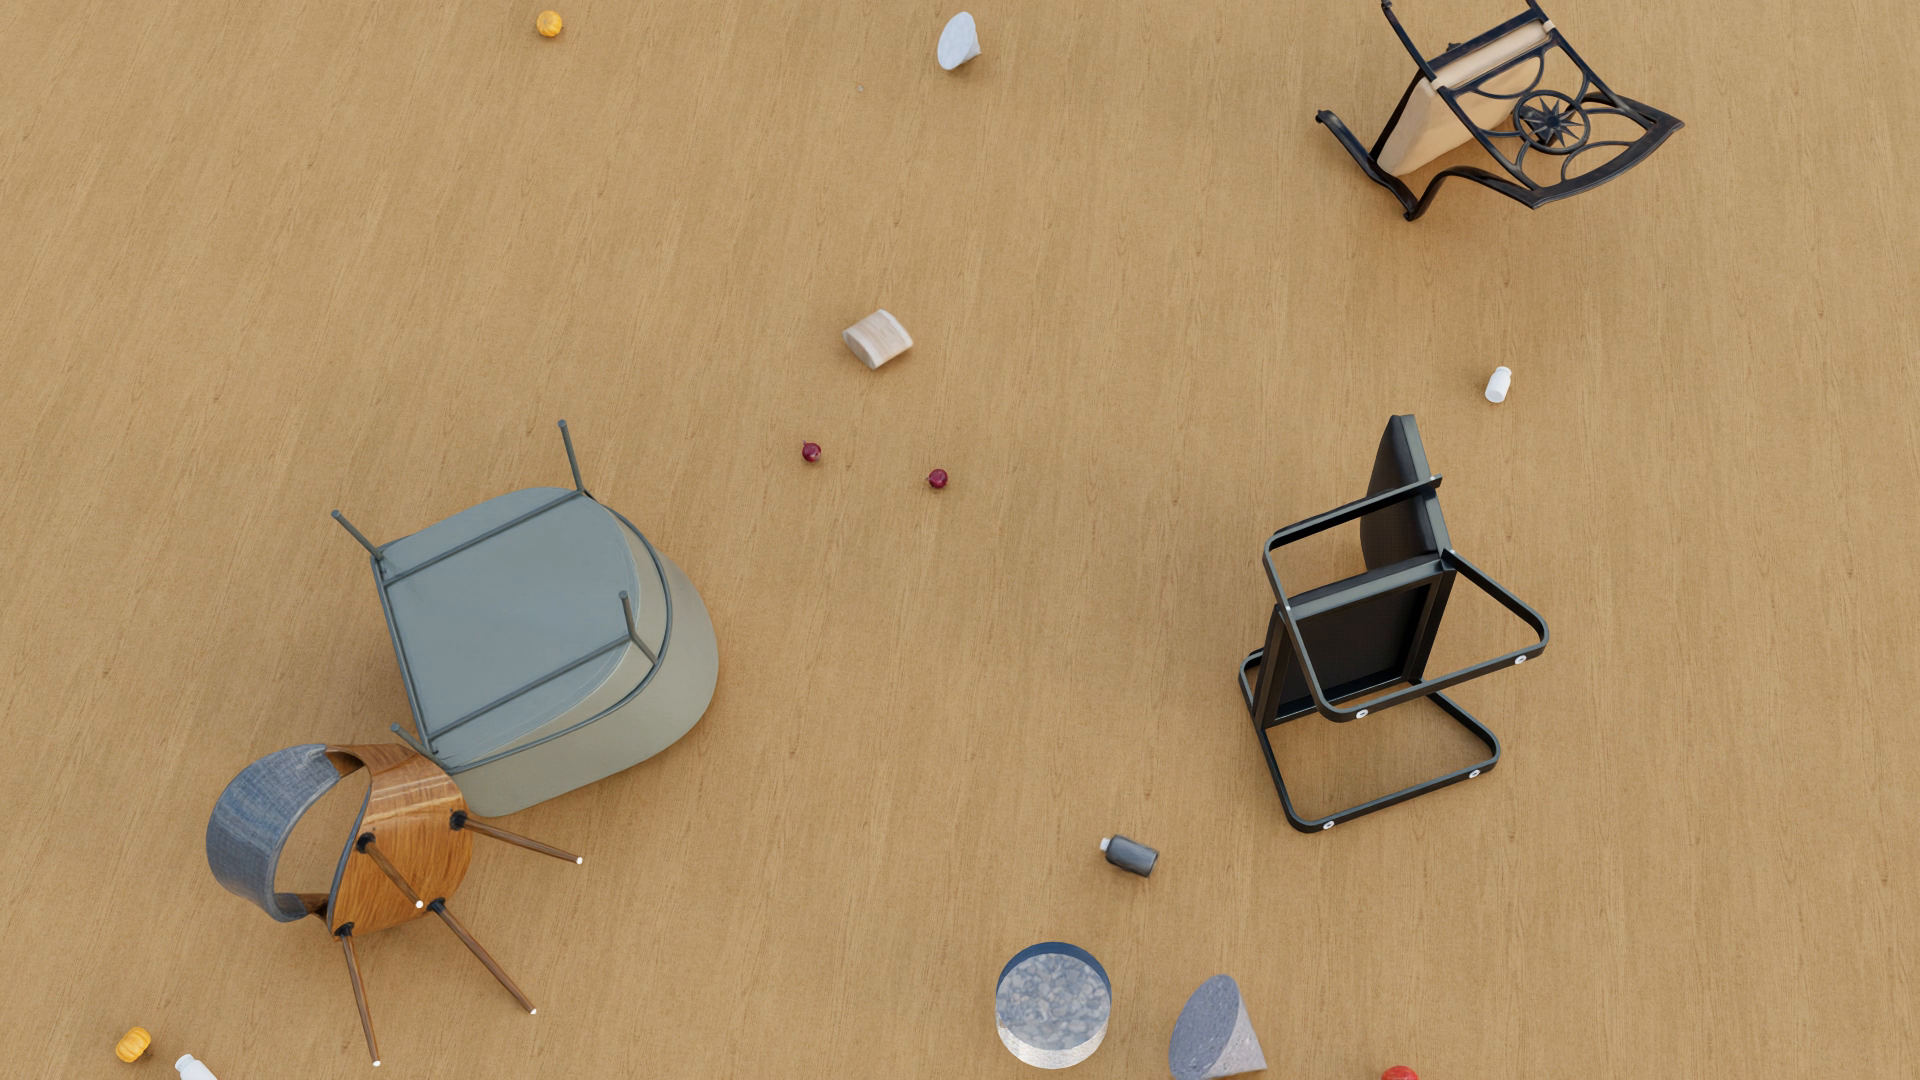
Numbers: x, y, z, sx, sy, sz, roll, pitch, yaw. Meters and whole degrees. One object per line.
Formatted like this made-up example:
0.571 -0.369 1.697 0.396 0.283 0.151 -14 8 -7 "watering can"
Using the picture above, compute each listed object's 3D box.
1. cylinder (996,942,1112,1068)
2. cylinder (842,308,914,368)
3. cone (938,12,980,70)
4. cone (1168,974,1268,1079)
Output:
0.241 1.203 5.689 0.300 0.129 0.295 -30 61 -18 "cylinder"
-0.261 -0.637 6.951 0.151 0.083 0.176 -33 62 -20 "cylinder"
0.030 -1.722 7.684 0.193 0.117 0.208 6 81 51 "cone"
0.707 1.302 5.629 0.219 0.273 0.314 34 37 -16 "cone"
